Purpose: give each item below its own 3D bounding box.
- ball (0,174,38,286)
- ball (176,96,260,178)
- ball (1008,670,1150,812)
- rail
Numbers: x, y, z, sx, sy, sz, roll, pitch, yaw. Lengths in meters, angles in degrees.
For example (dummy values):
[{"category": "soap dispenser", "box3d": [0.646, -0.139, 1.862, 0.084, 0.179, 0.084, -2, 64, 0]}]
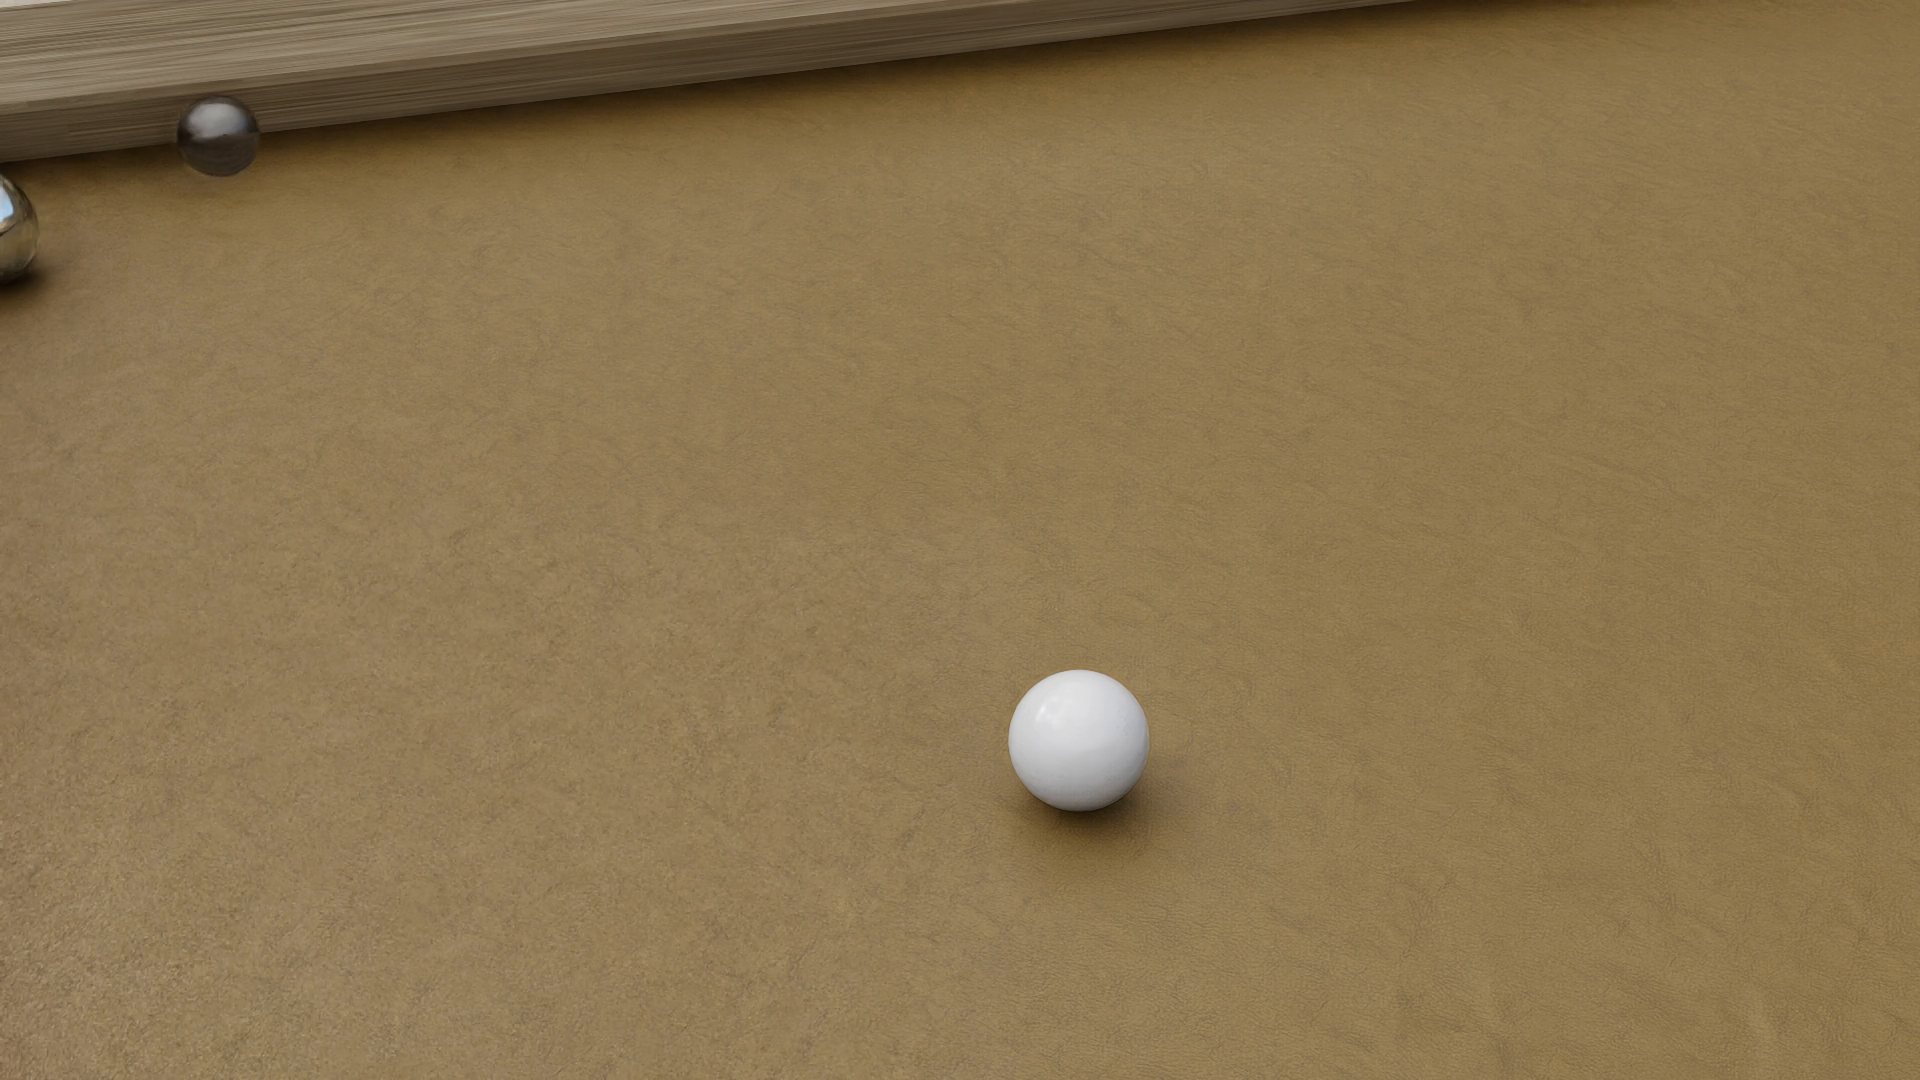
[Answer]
[{"category": "ball", "box3d": [-0.728, -0.230, 1.895, 0.090, 0.090, 0.090, 0, 36, 0]}, {"category": "ball", "box3d": [-0.591, -0.321, 2.046, 0.064, 0.064, 0.064, 0, 36, 0]}, {"category": "ball", "box3d": [0.066, 0.112, 1.427, 0.079, 0.079, 0.079, 0, 36, 0]}, {"category": "rail", "box3d": [0.479, -0.543, 2.297, 2.782, 0.129, 0.045, -9, 36, -12]}]
